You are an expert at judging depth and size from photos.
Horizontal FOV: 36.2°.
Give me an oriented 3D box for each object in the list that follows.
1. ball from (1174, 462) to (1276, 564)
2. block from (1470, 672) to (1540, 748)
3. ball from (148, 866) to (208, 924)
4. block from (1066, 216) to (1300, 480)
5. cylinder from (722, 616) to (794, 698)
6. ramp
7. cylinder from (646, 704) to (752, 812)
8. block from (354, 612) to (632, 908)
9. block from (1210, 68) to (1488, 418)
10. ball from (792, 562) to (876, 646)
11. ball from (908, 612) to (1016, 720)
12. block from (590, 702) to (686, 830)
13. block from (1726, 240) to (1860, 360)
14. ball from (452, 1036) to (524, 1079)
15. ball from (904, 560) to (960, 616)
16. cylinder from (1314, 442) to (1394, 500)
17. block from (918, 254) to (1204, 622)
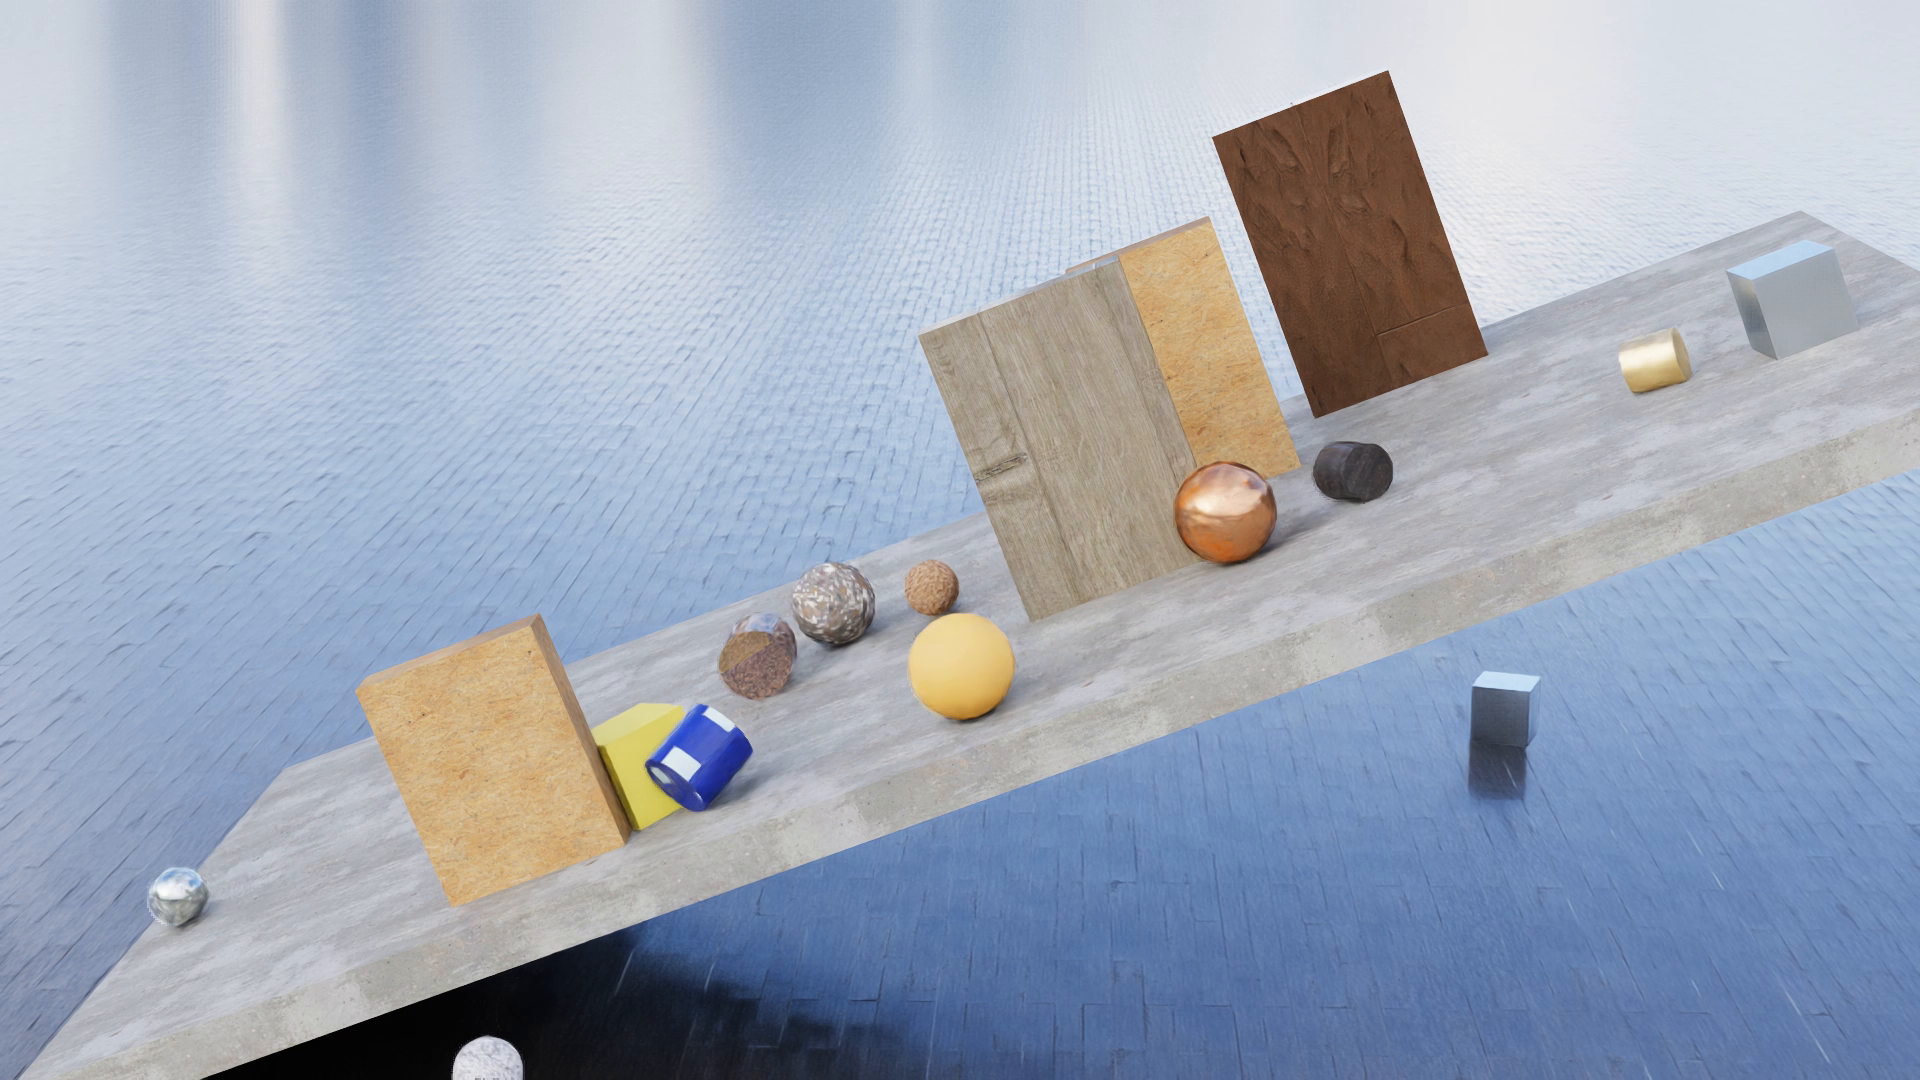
[{"bbox_3d":[0.528,-0.055,5.849,0.204,0.204,0.204,0,13,0],"label":"ball"},{"bbox_3d":[1.494,0.463,8.060,0.158,0.158,0.158,5,14,21],"label":"block"},{"bbox_3d":[-1.673,0.761,6.295,0.124,0.124,0.124,0,13,0],"label":"ball"},{"bbox_3d":[0.489,-0.378,6.452,0.336,0.576,0.106,-20,12,7],"label":"block"},{"bbox_3d":[-0.432,0.249,6.315,0.153,0.153,0.153,0,7,-2],"label":"cylinder"},{"bbox_3d":[0.120,0.175,6.294,4.000,0.100,2.000,-20,12,7],"label":"ramp"},{"bbox_3d":[-0.497,0.416,5.602,0.146,0.146,0.146,13,54,44],"label":"cylinder"},{"bbox_3d":[-0.883,0.420,5.594,0.360,0.461,0.098,-20,12,7],"label":"block"},{"bbox_3d":[0.899,-0.682,6.789,0.424,0.699,0.087,-20,12,7],"label":"block"},{"bbox_3d":[-0.278,0.140,6.457,0.184,0.184,0.184,0,13,0],"label":"ball"},{"bbox_3d":[0.003,0.235,5.491,0.199,0.199,0.199,0,13,0],"label":"ball"},{"bbox_3d":[-0.623,0.439,5.738,0.179,0.179,0.179,-28,13,-29],"label":"block"},{"bbox_3d":[1.650,-0.477,5.831,0.171,0.171,0.171,-21,12,2],"label":"block"},{"bbox_3d":[-0.843,0.950,5.254,0.125,0.125,0.125,0,13,0],"label":"ball"},{"bbox_3d":[-0.062,0.104,6.394,0.120,0.120,0.120,0,13,0],"label":"ball"},{"bbox_3d":[0.797,-0.139,5.962,0.117,0.117,0.117,-6,5,-24],"label":"cylinder"},{"bbox_3d":[0.231,-0.203,5.973,0.429,0.636,0.081,-20,12,7],"label":"block"}]
